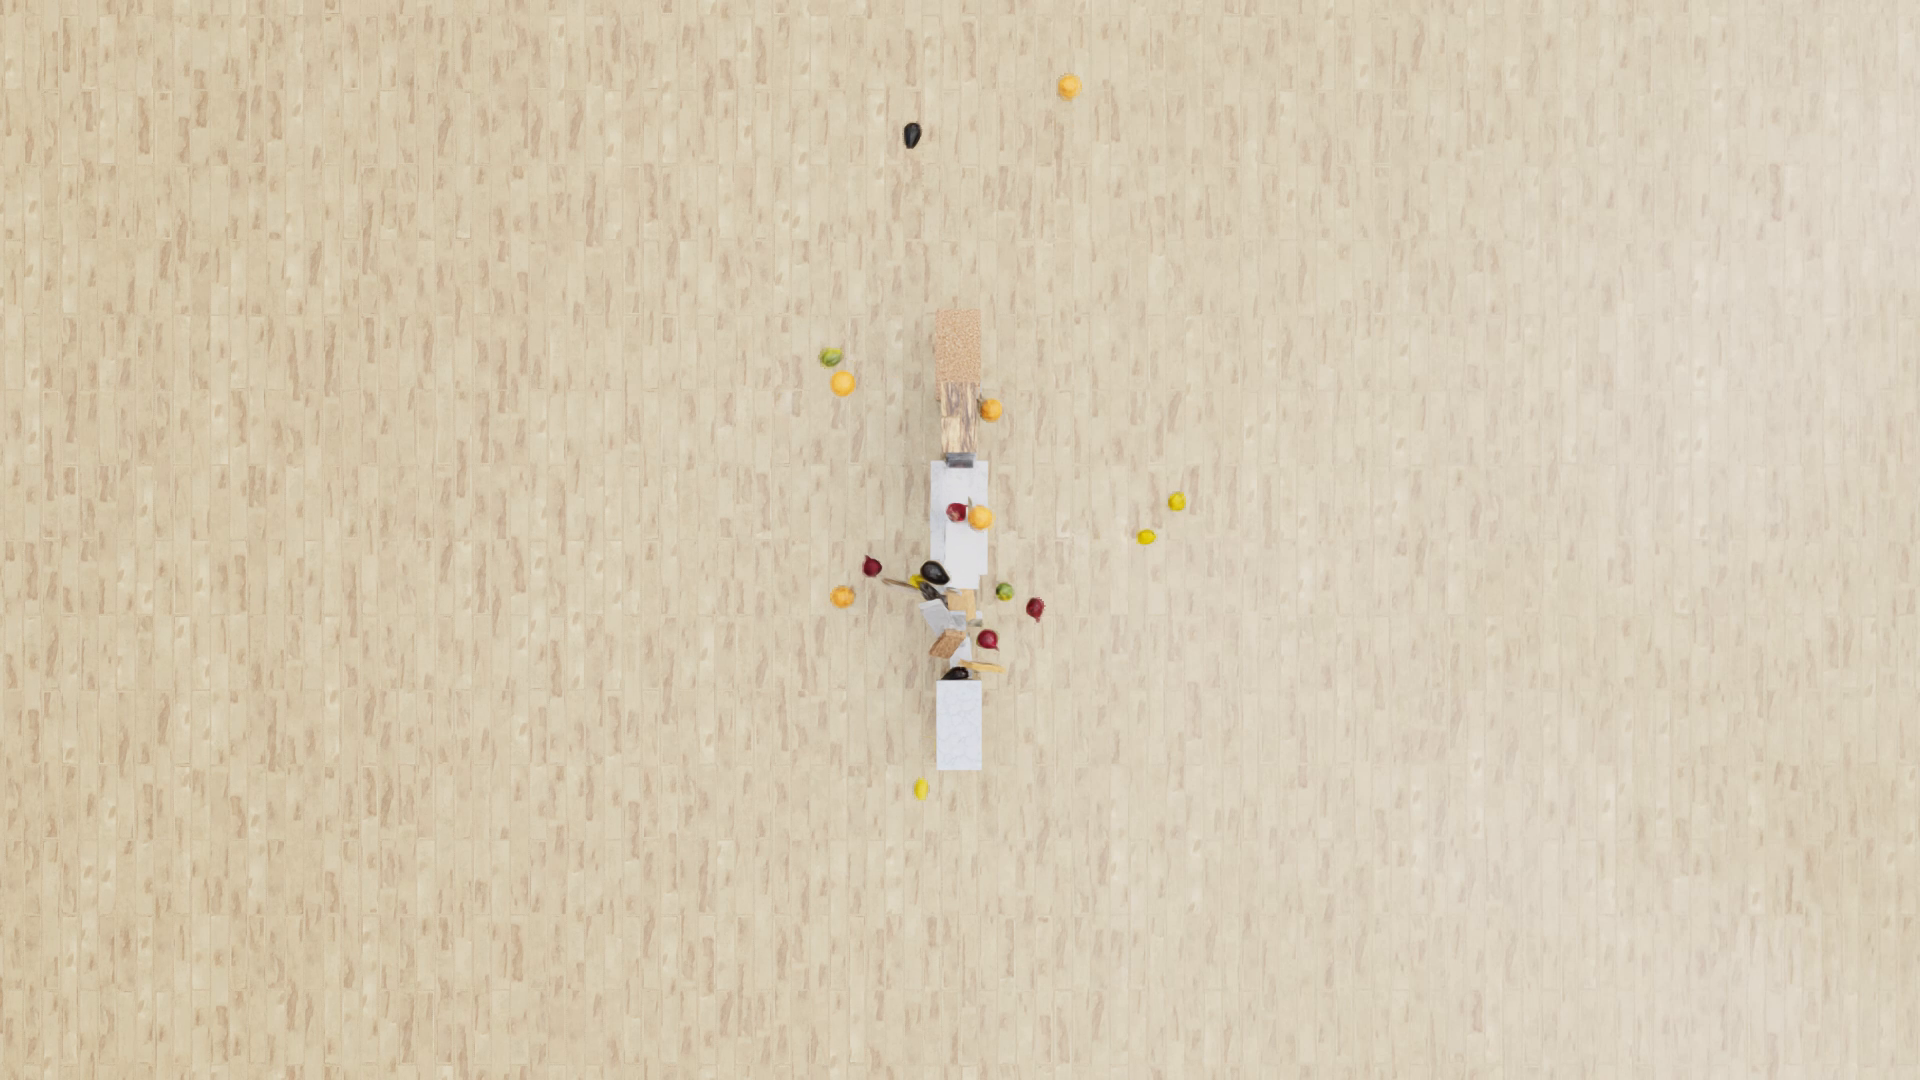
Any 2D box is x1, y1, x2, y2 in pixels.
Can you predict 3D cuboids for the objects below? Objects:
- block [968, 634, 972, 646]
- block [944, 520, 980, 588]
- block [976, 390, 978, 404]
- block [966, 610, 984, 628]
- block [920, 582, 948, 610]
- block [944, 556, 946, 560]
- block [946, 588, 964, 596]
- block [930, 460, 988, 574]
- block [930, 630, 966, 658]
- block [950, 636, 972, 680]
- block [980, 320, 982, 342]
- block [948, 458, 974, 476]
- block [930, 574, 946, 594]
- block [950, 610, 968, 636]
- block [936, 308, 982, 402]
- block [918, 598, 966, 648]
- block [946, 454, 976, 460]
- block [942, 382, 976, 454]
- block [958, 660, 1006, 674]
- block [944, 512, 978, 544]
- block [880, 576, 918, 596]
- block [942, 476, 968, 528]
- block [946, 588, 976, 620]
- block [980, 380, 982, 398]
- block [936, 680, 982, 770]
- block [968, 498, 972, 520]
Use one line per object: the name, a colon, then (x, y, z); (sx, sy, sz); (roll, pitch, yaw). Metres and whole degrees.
block: (0.001, 0.329, 5.430); (0.069, 0.139, 0.020); (-1, 97, 0)
block: (0.007, 0.041, 4.879); (0.101, 0.029, 0.203); (2, 87, 0)
block: (0.003, -0.438, 5.068); (0.105, 0.211, 0.030); (-4, 91, 0)
block: (0.032, 0.262, 5.414); (0.085, 0.171, 0.024); (-7, 79, 0)
block: (-0.082, 0.181, 5.265); (0.016, 0.058, 0.115); (-34, 134, 22)
block: (0.003, 0.082, 4.993); (0.101, 0.202, 0.029); (0, 102, 0)
block: (-0.035, 0.149, 5.249); (0.049, 0.099, 0.014); (19, 77, 37)
block: (-0.002, -0.069, 5.121); (0.176, 0.050, 0.352); (0, 90, 0)
block: (-0.040, 0.333, 5.270); (0.070, 0.140, 0.020); (7, 55, -22)
block: (0.002, 0.385, 5.350); (0.069, 0.020, 0.139); (-3, 90, 0)
block: (-0.002, -0.675, 5.357); (0.143, 0.286, 0.041); (0, 90, 0)
block: (0.003, -0.223, 5.019); (0.078, 0.156, 0.022); (0, 104, 0)
block: (-0.047, 0.117, 5.194); (0.049, 0.014, 0.099); (44, 105, 34)
block: (-0.009, 0.270, 5.303); (0.058, 0.152, 0.016); (-6, 61, -1)
block: (-0.006, -0.582, 5.194); (0.143, 0.041, 0.286); (0, 90, 0)
block: (-0.053, 0.270, 5.205); (0.070, 0.304, 0.020); (-16, 58, 8)
block: (0.004, -0.336, 5.295); (0.096, 0.027, 0.192); (0, 90, 0)
block: (-0.003, -0.366, 4.947); (0.105, 0.030, 0.211); (0, 90, 0)
block: (0.071, 0.407, 5.318); (0.140, 0.070, 0.020); (11, 91, -38)
block: (0.004, -0.038, 4.997); (0.101, 0.203, 0.029); (0, 110, 0)
block: (-0.192, 0.144, 5.221); (0.115, 0.058, 0.016); (17, 105, -38)
block: (-0.013, -0.115, 4.936); (0.078, 0.022, 0.156); (-1, 91, 0)
block: (0.002, 0.174, 5.316); (0.086, 0.024, 0.171); (-6, 90, 0)
block: (-0.002, -0.485, 5.357); (0.143, 0.286, 0.041); (0, 90, 0)
block: (-0.003, 0.582, 5.198); (0.141, 0.040, 0.282); (0, 90, 0)
block: (-0.002, -0.087, 5.022); (0.078, 0.156, 0.022); (3, 117, 0)
